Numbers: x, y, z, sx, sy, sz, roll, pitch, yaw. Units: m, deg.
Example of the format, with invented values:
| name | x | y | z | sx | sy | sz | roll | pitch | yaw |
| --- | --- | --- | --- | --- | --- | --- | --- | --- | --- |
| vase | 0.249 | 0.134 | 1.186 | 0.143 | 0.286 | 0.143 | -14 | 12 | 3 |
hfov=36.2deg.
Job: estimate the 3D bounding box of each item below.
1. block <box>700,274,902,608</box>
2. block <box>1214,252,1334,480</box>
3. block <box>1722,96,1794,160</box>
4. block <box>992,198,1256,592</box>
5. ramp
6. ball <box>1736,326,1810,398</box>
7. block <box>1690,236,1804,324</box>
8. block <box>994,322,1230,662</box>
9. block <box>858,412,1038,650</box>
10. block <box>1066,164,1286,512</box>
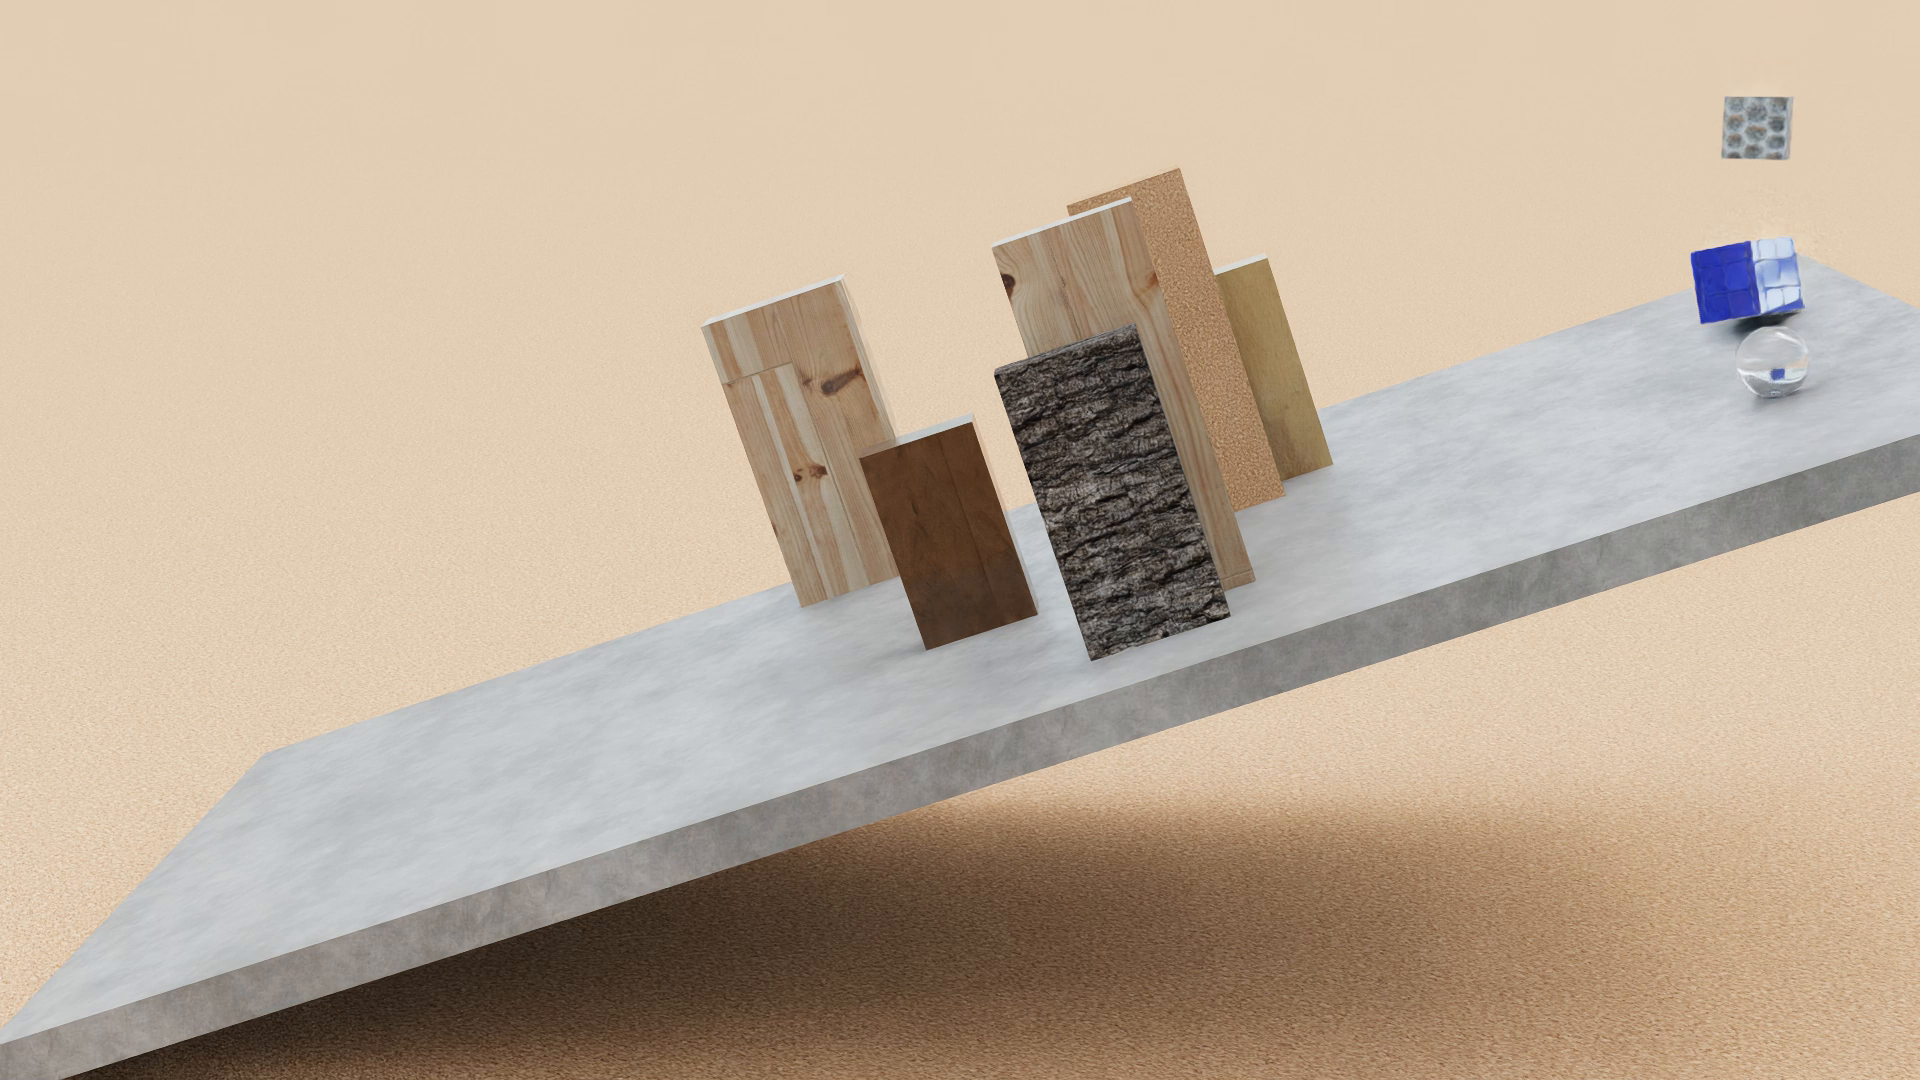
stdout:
| name | x | y | z | sx | sy | sz | roll | pitch | yaw |
| --- | --- | --- | --- | --- | --- | --- | --- | --- | --- |
| block | -0.323 | -0.234 | 6.946 | 0.346 | 0.706 | 0.128 | -18 | 11 | 6 |
| block | 0.566 | -0.342 | 6.548 | 0.395 | 0.485 | 0.101 | -18 | 11 | 6 |
| block | 1.684 | -0.871 | 6.210 | 0.130 | 0.130 | 0.130 | 4 | 10 | 20 |
| block | 0.319 | -0.247 | 5.707 | 0.282 | 0.780 | 0.083 | -18 | 11 | 6 |
| ramp | 0.107 | 0.180 | 6.305 | 4.000 | 0.100 | 2.000 | -18 | 11 | 6 |
| ball | 1.586 | -0.348 | 5.739 | 0.140 | 0.140 | 0.140 | 0 | 12 | 0 |
| block | 1.726 | -0.570 | 6.450 | 0.159 | 0.159 | 0.159 | -10 | 1 | -40 |
| block | 0.287 | -0.089 | 5.525 | 0.277 | 0.575 | 0.086 | -18 | 11 | 6 |
| block | -0.021 | -0.018 | 6.103 | 0.244 | 0.426 | 0.118 | -18 | 11 | 6 |
| block | 0.468 | -0.416 | 6.376 | 0.254 | 0.747 | 0.111 | -18 | 11 | 6 |
